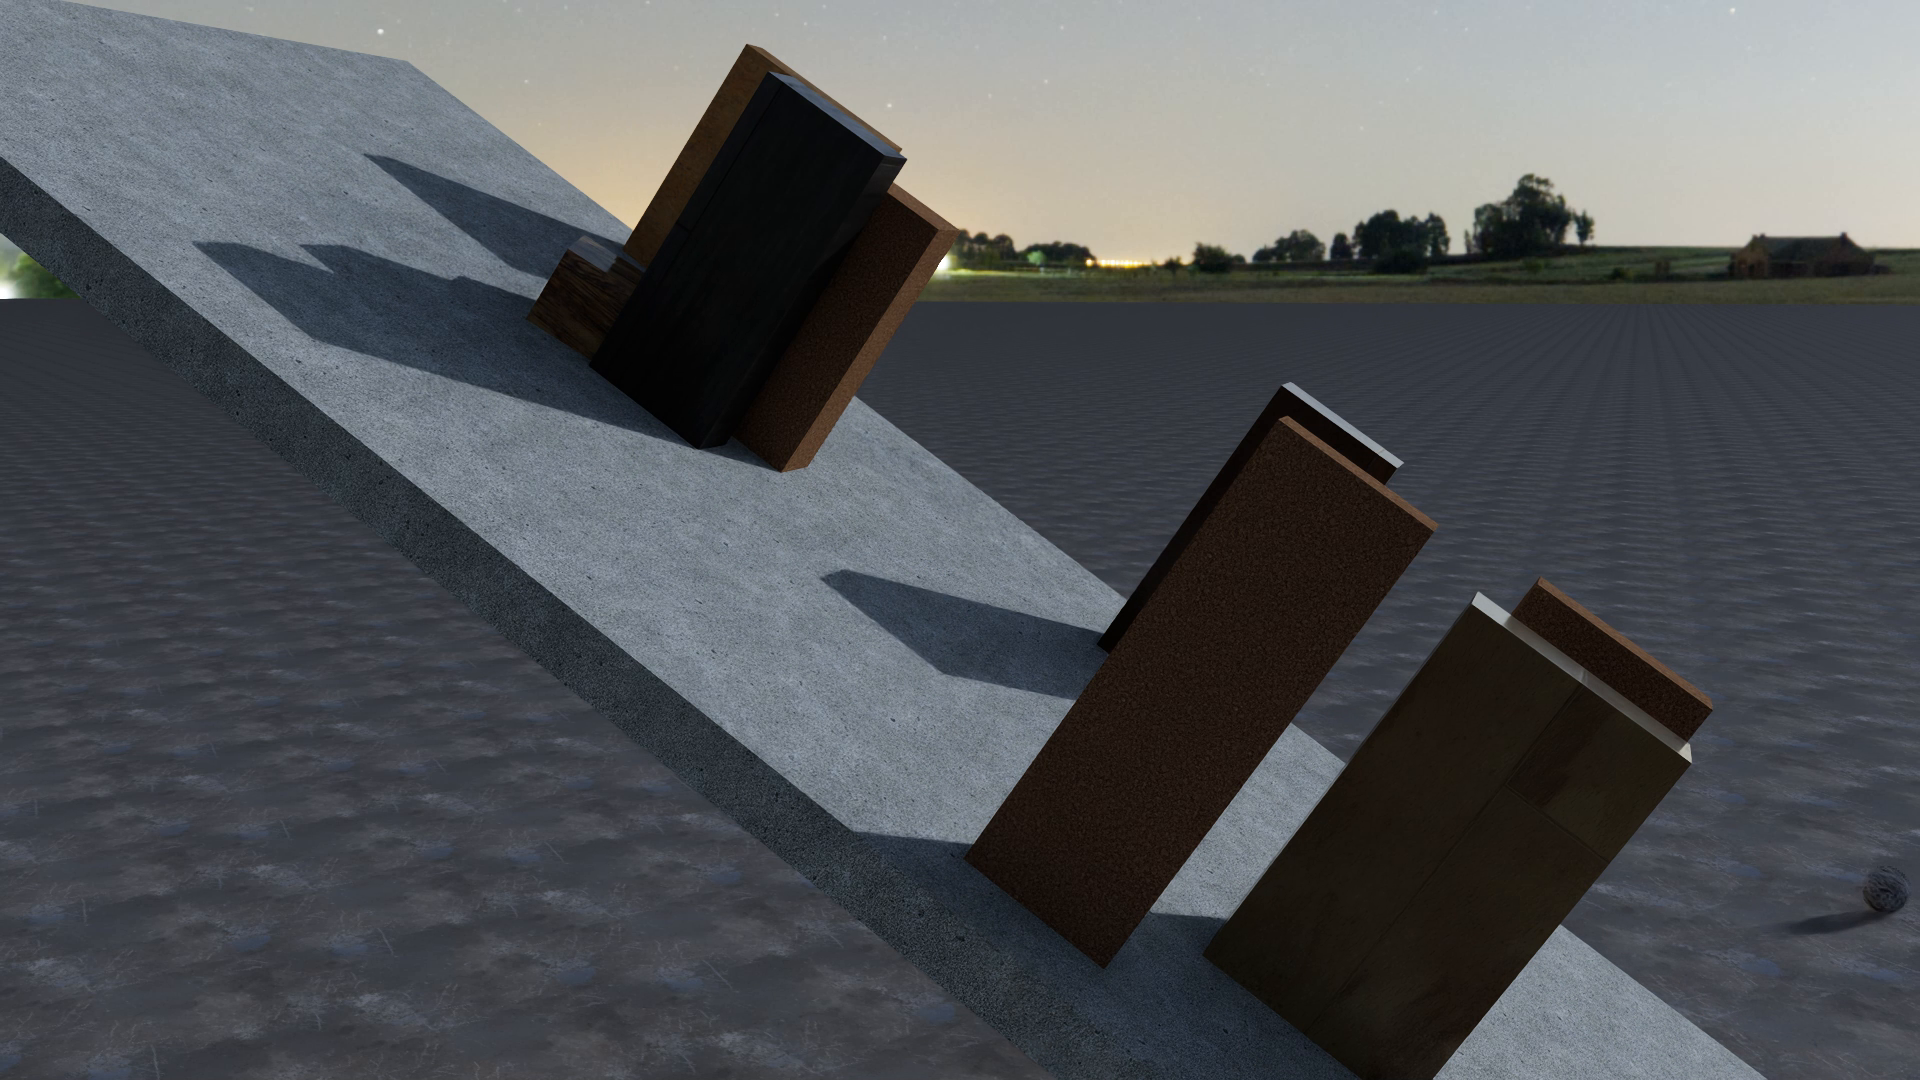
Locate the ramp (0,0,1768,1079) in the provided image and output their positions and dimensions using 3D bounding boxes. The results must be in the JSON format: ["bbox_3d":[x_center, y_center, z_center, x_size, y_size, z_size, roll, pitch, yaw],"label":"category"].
[{"bbox_3d":[-0.098,0.172,4.085,4.000,0.100,2.000,37,16,10],"label":"ramp"}]

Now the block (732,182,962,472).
[{"bbox_3d":[-0.341,-0.492,4.320,0.426,0.570,0.145,37,16,10],"label":"block"}]

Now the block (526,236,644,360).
[{"bbox_3d":[-0.712,-0.466,4.249,0.161,0.161,0.161,32,15,-8],"label":"block"}]

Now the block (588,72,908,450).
[{"bbox_3d":[-0.400,-0.517,4.114,0.272,0.654,0.129,37,16,10],"label":"block"}]

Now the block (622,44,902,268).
[{"bbox_3d":[-0.450,-0.767,4.960,0.406,0.550,0.092,37,16,10],"label":"block"}]

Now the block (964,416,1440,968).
[{"bbox_3d":[0.334,0.223,3.130,0.259,0.793,0.083,37,16,10],"label":"block"}]

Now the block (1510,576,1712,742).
[{"bbox_3d":[0.849,0.457,3.575,0.326,0.744,0.099,37,16,10],"label":"block"}]

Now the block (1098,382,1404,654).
[{"bbox_3d":[0.590,0.030,4.496,0.281,0.657,0.129,37,16,10],"label":"block"}]

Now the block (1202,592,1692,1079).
[{"bbox_3d":[0.739,0.479,3.376,0.386,0.696,0.135,37,16,10],"label":"block"}]

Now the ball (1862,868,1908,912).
[{"bbox_3d":[2.688,1.019,6.390,0.127,0.127,0.127,0,7,0],"label":"ball"}]
